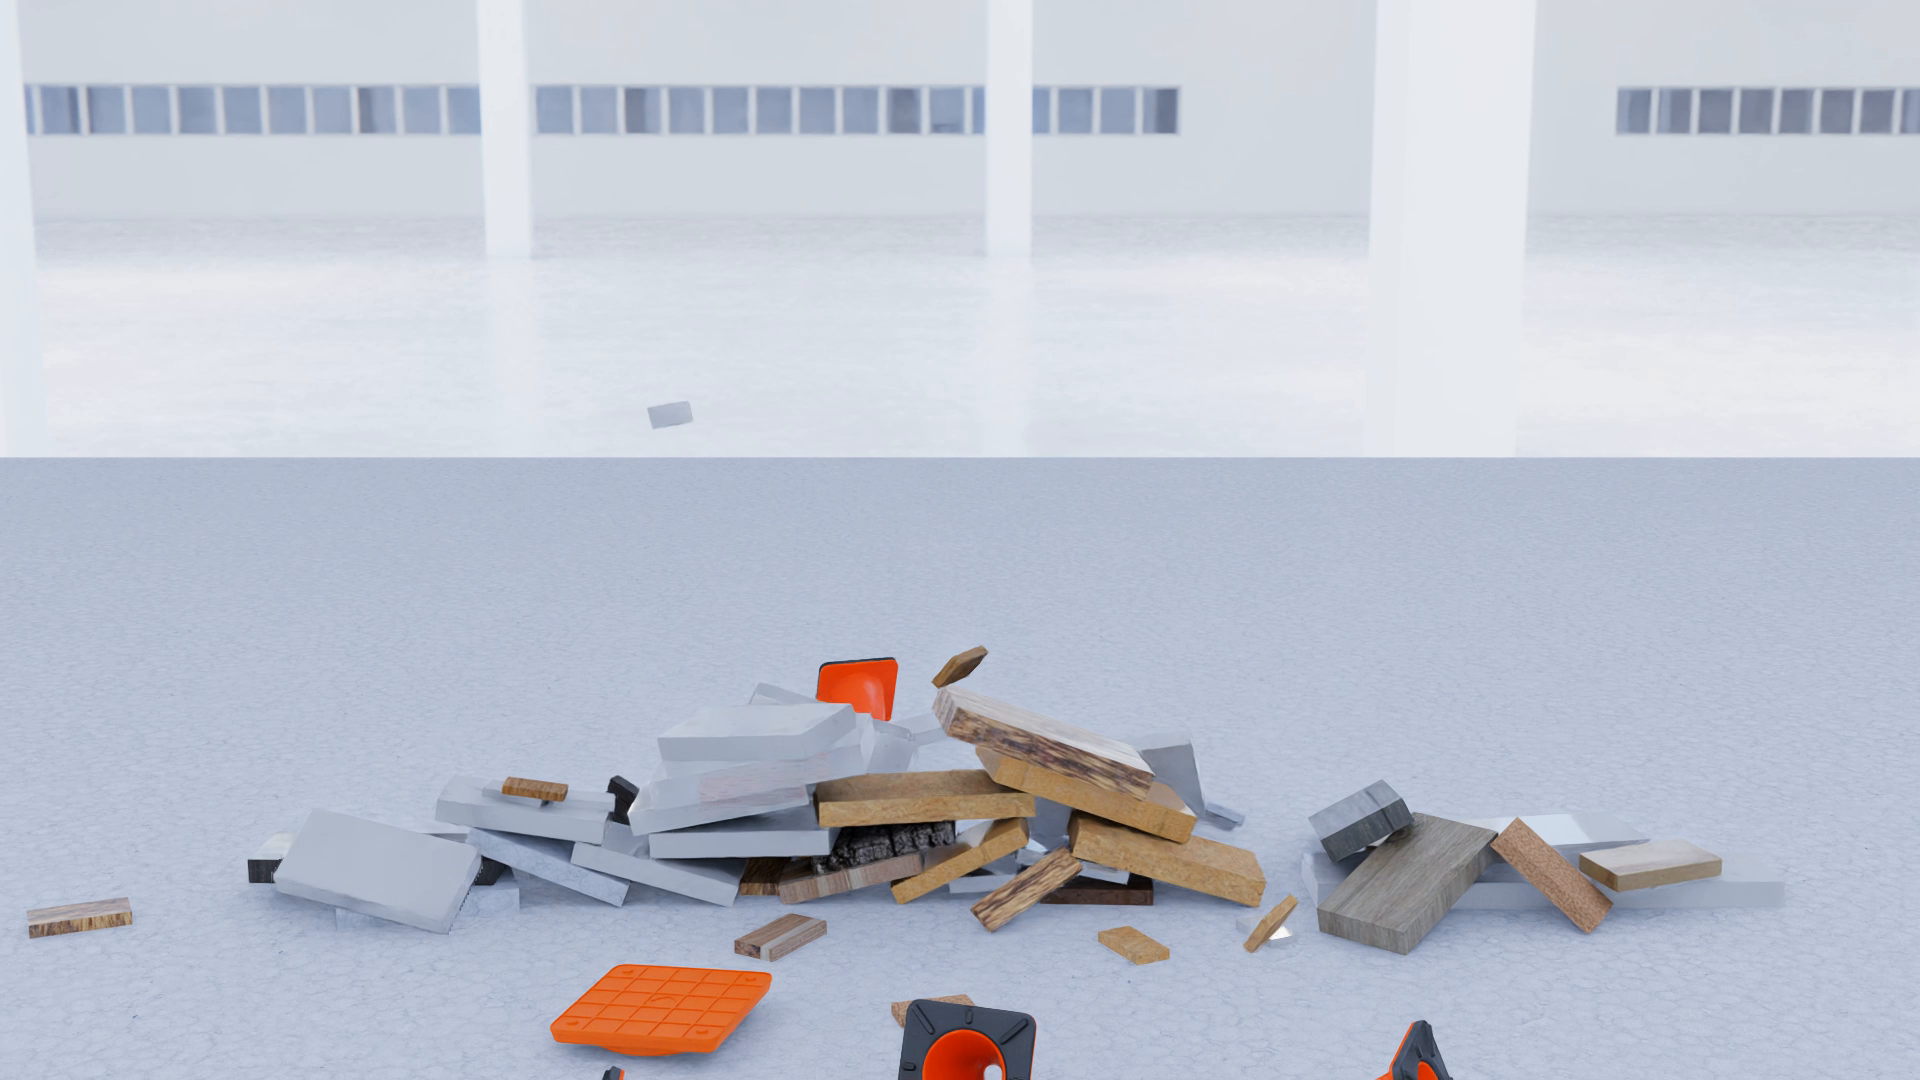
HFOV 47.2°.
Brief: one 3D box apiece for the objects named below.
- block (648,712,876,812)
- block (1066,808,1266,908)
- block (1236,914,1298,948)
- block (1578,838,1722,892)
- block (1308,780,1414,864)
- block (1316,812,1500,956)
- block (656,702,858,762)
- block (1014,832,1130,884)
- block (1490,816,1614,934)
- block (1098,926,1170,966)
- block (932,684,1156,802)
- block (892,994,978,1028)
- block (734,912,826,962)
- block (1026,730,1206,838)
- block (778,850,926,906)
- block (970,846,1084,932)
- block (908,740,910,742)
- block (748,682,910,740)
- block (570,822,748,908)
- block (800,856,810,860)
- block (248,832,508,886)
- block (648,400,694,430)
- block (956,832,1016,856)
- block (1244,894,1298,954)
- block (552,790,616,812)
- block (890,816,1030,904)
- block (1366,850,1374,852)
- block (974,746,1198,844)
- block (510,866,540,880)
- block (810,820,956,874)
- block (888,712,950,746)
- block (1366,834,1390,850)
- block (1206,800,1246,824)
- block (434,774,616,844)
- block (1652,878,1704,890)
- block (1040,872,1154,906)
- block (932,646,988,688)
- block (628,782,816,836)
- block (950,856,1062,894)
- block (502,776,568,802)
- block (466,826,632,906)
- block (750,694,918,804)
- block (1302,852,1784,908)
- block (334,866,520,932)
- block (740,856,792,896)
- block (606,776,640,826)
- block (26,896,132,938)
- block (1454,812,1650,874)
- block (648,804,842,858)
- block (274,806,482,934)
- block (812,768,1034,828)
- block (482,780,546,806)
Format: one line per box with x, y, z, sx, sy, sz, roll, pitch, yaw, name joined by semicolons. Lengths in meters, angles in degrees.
-0.323;0.365;3.631;0.352;0.050;0.176;-11;12;6;block
0.341;0.523;3.663;0.319;0.045;0.159;16;9;-3;block
0.484;0.619;3.477;0.050;0.014;0.099;-5;12;-26;block
1.128;0.531;3.592;0.203;0.029;0.102;-5;14;-20;block
0.683;0.479;3.769;0.150;0.043;0.363;-28;-4;5;block
0.723;0.548;3.534;0.155;0.044;0.310;10;31;40;block
-0.337;0.318;3.637;0.299;0.042;0.149;-4;14;33;block
0.185;0.526;3.652;0.186;0.026;0.093;11;11;-2;block
0.954;0.539;3.545;0.203;0.029;0.102;43;26;15;block
0.269;0.629;3.414;0.058;0.016;0.115;-6;12;-28;block
0.137;0.334;3.662;0.352;0.050;0.176;20;7;-11;block
-0.037;0.677;3.159;0.113;0.016;0.057;-3;11;-17;block
-0.280;0.621;3.443;0.072;0.021;0.145;6;12;31;block
0.266;0.435;3.900;0.319;0.159;0.045;-9;27;10;block
-0.178;0.546;3.659;0.238;0.034;0.119;-14;10;4;block
0.108;0.561;3.543;0.202;0.014;0.050;-29;65;-32;block
-0.309;0.448;4.207;0.149;0.042;0.522;-3;5;35;block
-0.260;0.375;4.115;0.301;0.043;0.150;17;42;5;block
-0.499;0.534;3.663;0.274;0.039;0.137;16;11;-1;block
-0.242;0.540;3.881;0.076;0.022;0.153;0;11;-2;block
-0.961;0.530;3.659;0.402;0.041;0.144;0;11;2;block
-0.754;-0.326;5.729;0.113;0.057;0.016;-9;9;17;block
0.034;0.539;3.882;0.157;0.022;0.078;0;11;-1;block
0.475;0.587;3.362;0.061;0.122;0.017;-36;71;-25;block
-0.625;0.432;3.653;0.101;0.014;0.050;6;11;-12;block
0.000;0.523;3.656;0.238;0.034;0.119;-26;9;5;block
0.732;0.555;3.810;0.122;0.017;0.061;-3;11;-16;block
0.210;0.411;3.705;0.352;0.050;0.176;19;7;-13;block
-0.691;0.527;3.890;0.149;0.042;0.299;9;14;40;block
-0.127;0.496;3.660;0.238;0.034;0.119;-13;10;3;block
-0.054;0.394;4.645;0.203;0.029;0.102;-10;14;-43;block
0.763;0.538;3.910;0.052;0.015;0.103;6;12;28;block
0.465;0.494;4.066;0.061;0.017;0.122;26;-6;-35;block
-0.719;0.446;3.649;0.274;0.039;0.137;8;11;-3;block
1.161;0.551;3.597;0.099;0.014;0.050;-5;14;-21;block
0.227;0.578;3.659;0.186;0.026;0.093;1;11;3;block
0.001;0.205;3.557;0.016;0.058;0.115;45;23;13;block
-0.390;0.421;3.657;0.297;0.042;0.149;-11;12;5;block
0.078;0.555;3.665;0.186;0.026;0.093;-4;10;4;block
-0.700;0.411;3.627;0.101;0.014;0.050;8;11;-3;block
-0.676;0.522;3.659;0.274;0.039;0.137;21;10;-4;block
-0.256;0.399;4.008;0.319;0.045;0.159;16;52;10;block
0.966;0.567;3.672;0.766;0.044;0.155;0;11;-1;block
-0.875;0.582;3.601;0.287;0.041;0.144;-3;11;-17;block
-0.329;0.568;3.731;0.072;0.021;0.145;0;11;2;block
-0.557;0.486;3.860;0.157;0.078;0.022;29;25;20;block
-1.412;0.605;3.527;0.153;0.022;0.077;-5;12;-25;block
0.986;0.513;3.726;0.310;0.044;0.155;-2;11;-11;block
-0.355;0.483;3.661;0.297;0.042;0.148;-2;11;6;block
-0.929;0.527;3.516;0.287;0.041;0.144;12;46;8;block
-0.063;0.428;3.674;0.356;0.042;0.149;-2;10;-8;block
-0.734;0.418;3.637;0.101;0.014;0.050;10;11;5;block
